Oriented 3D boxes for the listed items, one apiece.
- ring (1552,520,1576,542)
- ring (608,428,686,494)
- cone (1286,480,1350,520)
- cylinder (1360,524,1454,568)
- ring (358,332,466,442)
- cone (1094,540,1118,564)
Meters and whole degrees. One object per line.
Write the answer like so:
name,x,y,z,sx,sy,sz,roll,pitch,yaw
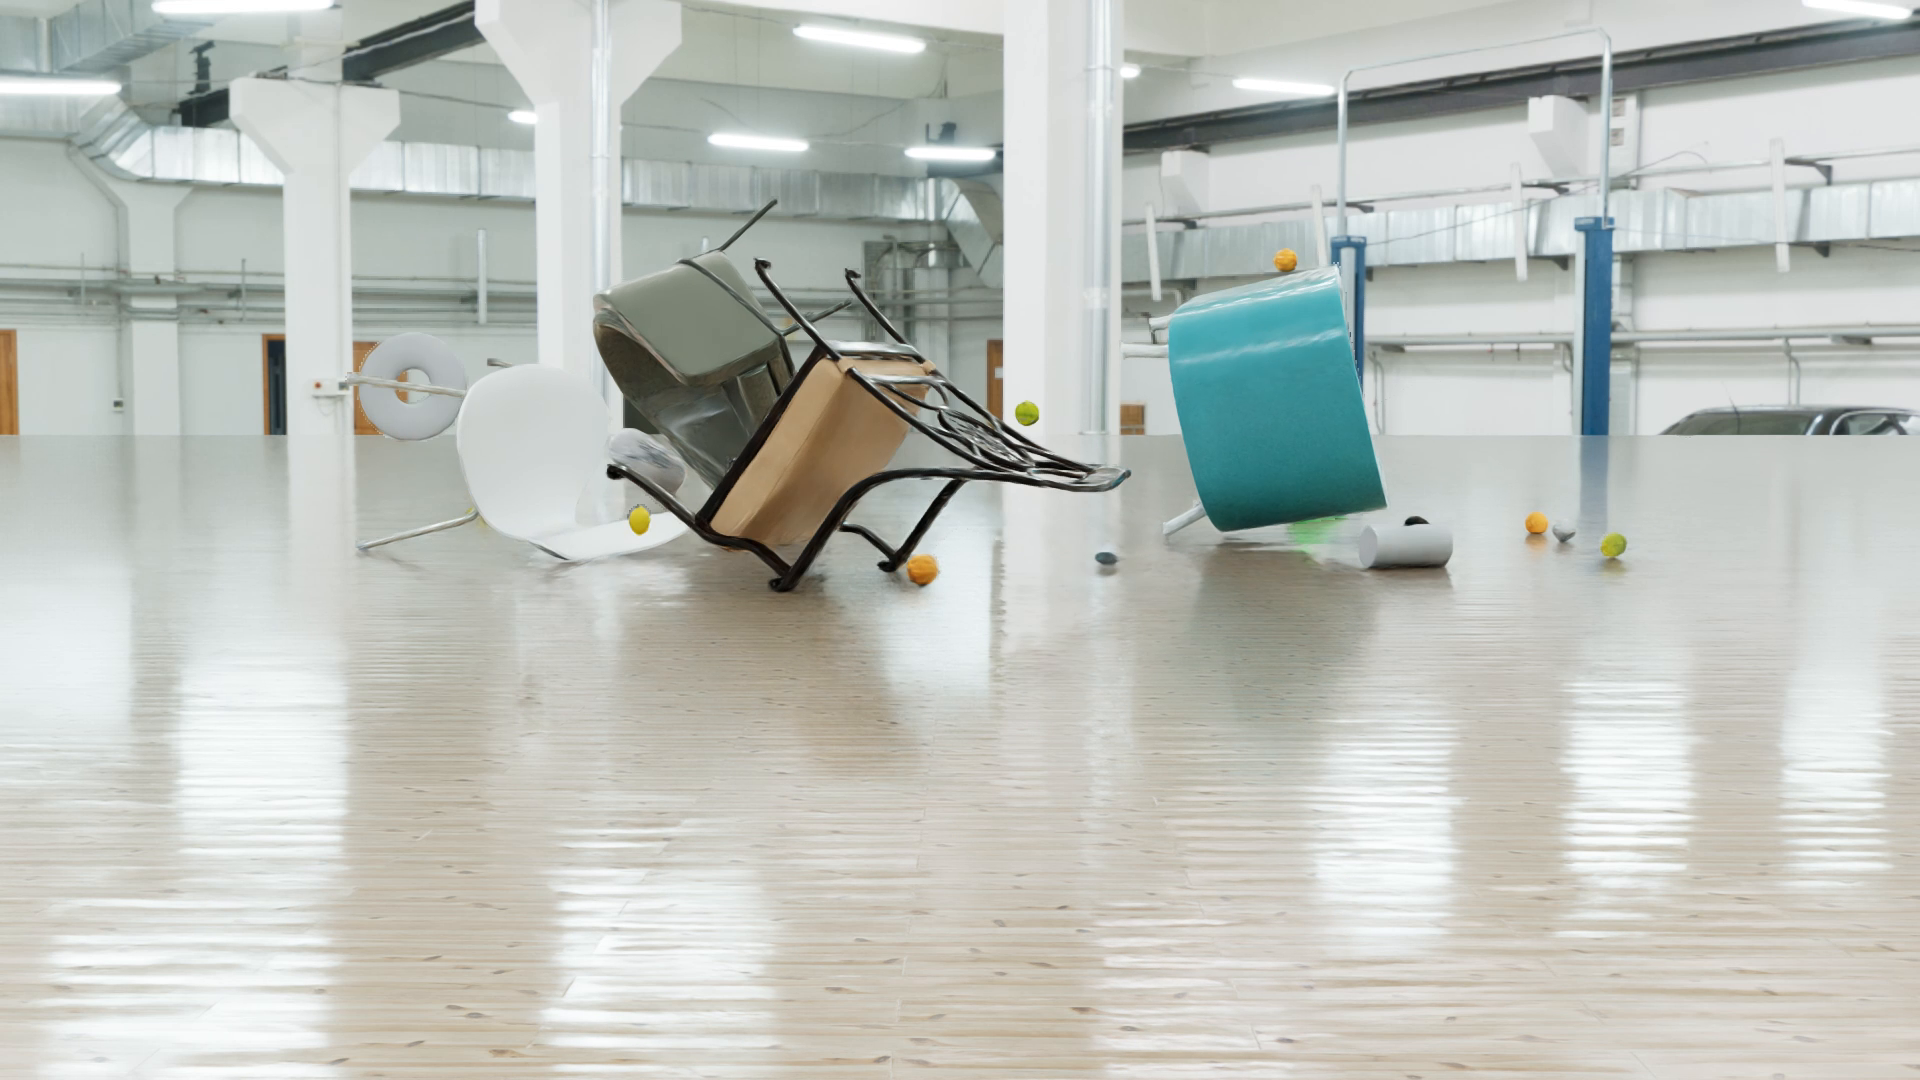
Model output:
ring,1.780,-0.028,6.477,0.068,0.048,0.133,-37,-18,18
ring,-1.172,-0.294,8.250,0.316,0.146,0.282,35,-8,-1
cone,1.273,-0.110,7.684,0.151,0.106,0.241,-46,40,-14
cylinder,1.126,0.015,5.547,0.219,0.109,0.085,-1,27,-19
ring,-1.881,-0.527,7.559,0.378,0.373,0.059,-29,-1,2
cone,0.380,0.023,5.641,0.062,0.063,0.047,3,-40,10
